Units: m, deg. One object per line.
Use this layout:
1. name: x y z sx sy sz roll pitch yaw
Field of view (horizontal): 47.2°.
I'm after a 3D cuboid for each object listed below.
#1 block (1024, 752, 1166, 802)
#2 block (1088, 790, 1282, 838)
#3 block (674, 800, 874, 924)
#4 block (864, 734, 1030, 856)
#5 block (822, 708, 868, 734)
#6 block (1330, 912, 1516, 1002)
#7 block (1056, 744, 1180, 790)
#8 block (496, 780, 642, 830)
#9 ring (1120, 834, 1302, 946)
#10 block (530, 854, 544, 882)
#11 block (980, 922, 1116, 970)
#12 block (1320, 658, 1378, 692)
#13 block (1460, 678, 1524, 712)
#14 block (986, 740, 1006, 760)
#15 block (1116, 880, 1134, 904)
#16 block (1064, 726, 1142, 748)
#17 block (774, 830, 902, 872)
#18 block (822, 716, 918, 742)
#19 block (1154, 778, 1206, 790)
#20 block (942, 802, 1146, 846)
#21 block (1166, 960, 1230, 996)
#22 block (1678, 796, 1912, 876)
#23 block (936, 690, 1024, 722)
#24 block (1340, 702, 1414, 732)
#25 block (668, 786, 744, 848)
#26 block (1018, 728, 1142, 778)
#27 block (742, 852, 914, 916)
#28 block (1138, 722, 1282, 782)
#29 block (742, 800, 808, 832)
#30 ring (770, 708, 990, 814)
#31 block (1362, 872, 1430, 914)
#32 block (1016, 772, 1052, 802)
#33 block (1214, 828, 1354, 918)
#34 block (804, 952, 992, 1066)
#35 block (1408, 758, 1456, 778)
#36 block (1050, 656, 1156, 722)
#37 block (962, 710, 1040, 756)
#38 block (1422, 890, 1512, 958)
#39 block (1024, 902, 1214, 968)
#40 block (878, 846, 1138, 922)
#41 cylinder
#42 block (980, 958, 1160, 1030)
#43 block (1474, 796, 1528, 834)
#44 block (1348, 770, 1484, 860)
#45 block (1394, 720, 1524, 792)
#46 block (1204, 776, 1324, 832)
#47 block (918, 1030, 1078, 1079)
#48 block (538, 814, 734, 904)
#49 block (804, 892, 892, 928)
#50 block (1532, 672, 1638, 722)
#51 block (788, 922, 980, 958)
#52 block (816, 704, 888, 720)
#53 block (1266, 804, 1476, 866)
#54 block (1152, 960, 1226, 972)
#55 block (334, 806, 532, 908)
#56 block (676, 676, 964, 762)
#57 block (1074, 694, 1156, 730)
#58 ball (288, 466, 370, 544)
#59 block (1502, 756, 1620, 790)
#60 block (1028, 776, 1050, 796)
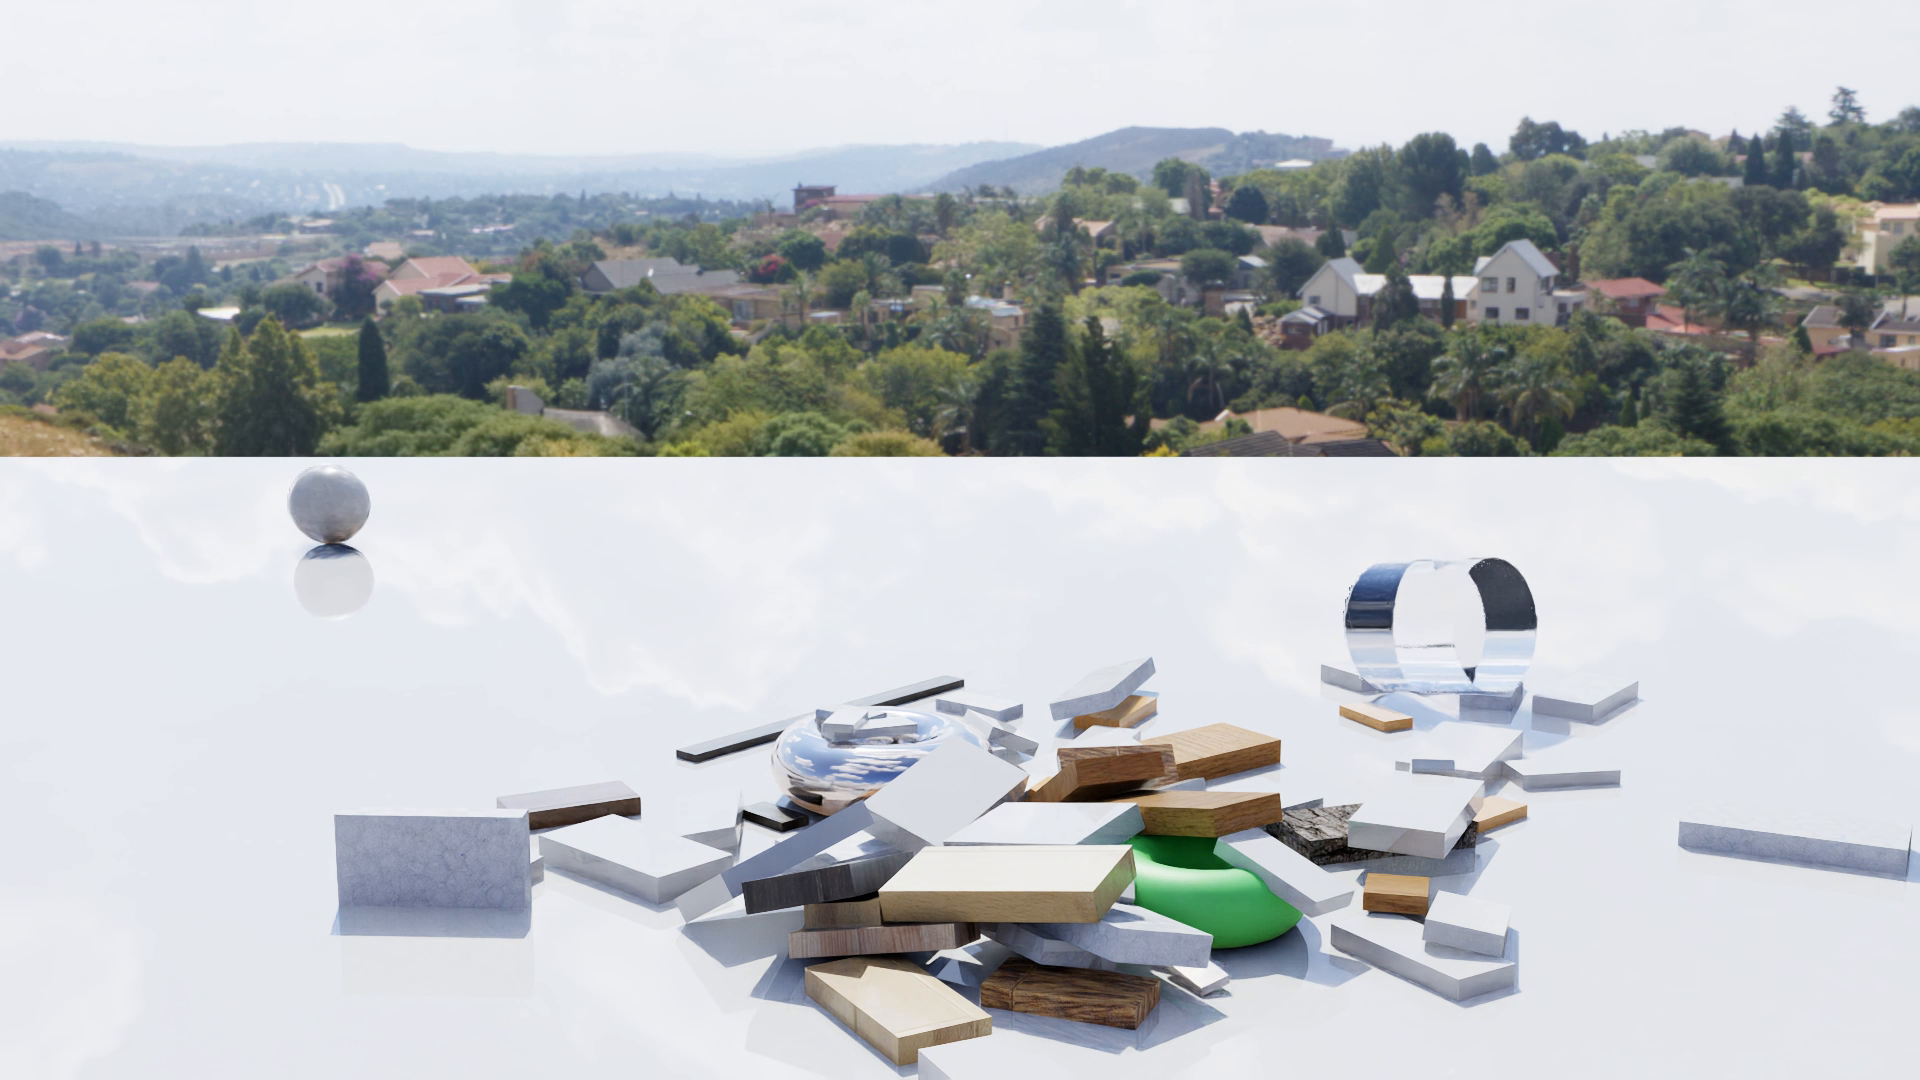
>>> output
1. block: 0.226 0.446 3.877 0.161 0.046 0.321 -4 -20 -20
2. block: 0.357 0.451 3.641 0.161 0.046 0.321 -6 0 -41
3. block: -0.300 0.522 3.579 0.310 0.044 0.155 -23 -7 -42
4. block: -0.027 0.458 3.883 0.163 0.046 0.327 26 29 21
5. block: -0.213 0.338 4.103 0.058 0.017 0.117 3 9 11
6. block: 0.703 0.631 3.356 0.117 0.033 0.275 -7 12 -32
7. block: 0.301 0.447 4.186 0.222 0.031 0.111 -1 49 -7
8. block: -0.728 0.494 4.091 0.240 0.034 0.120 -5 12 -26
9. ring: 0.381 0.554 3.536 0.363 0.121 0.363 1 9 0
10. block: -0.845 0.558 3.747 0.240 0.034 0.120 4 11 22
11. block: 0.117 0.602 3.360 0.131 0.037 0.262 11 0 -28
12. block: 0.987 0.303 5.108 0.273 0.039 0.136 -7 12 -32
13. block: 1.195 0.338 4.940 0.111 0.031 0.222 4 11 21
14. block: 0.014 0.414 4.412 0.088 0.025 0.176 -5 12 -26
15. block: 0.220 0.531 3.392 0.099 0.014 0.050 11 40 -6
16. block: 0.288 0.423 4.489 0.104 0.030 0.209 4 11 22
17. block: -0.142 0.534 3.846 0.327 0.046 0.163 -8 13 -38
18. block: -0.170 0.354 4.118 0.169 0.018 0.063 -3 10 -26
19. block: 0.373 0.475 4.097 0.156 0.022 0.078 -14 -4 -19
20. block: 0.136 0.489 3.650 0.155 0.044 0.324 -27 12 -40
21. block: 0.354 0.644 3.282 0.050 0.014 0.099 -20 24 -23
22. block: 1.482 0.523 3.904 0.375 0.046 0.161 5 12 25
23. block: 0.042 0.364 4.818 0.175 0.025 0.088 8 13 38
24. block: 0.896 0.380 4.740 0.077 0.022 0.155 -5 12 -27
25. block: -0.457 0.507 3.973 0.120 0.034 0.240 -10 11 -1
26. block: 0.237 0.433 4.276 0.222 0.031 0.111 -18 20 -19
27. block: -0.200 0.538 3.466 0.173 0.049 0.346 -12 -7 13
28. block: 0.462 0.431 4.393 0.335 0.047 0.167 -8 13 -37
29. block: -0.344 0.510 4.054 0.063 0.018 0.125 -10 15 -43
30. ring: -0.147 0.423 4.185 0.428 0.143 0.428 1 10 0
31. block: 0.710 0.574 3.574 0.101 0.029 0.208 2 0 13
32. block: 0.117 0.467 4.142 0.058 0.017 0.117 8 18 37
33. block: 0.506 0.518 3.437 0.101 0.029 0.202 -6 28 -45
34. block: -0.092 0.666 3.148 0.147 0.042 0.294 -6 12 -29
35. block: 0.874 0.451 4.097 0.077 0.022 0.155 1 -30 6
36. block: 0.318 0.325 4.833 0.136 0.039 0.417 -14 3 19
37. block: 0.082 0.393 4.492 0.104 0.030 0.209 21 0 -15
38. block: 0.791 0.595 3.421 0.117 0.033 0.235 10 5 16
39. block: 0.204 0.574 3.322 0.173 0.049 0.346 11 0 -32
40. block: 0.072 0.516 3.305 0.346 0.049 0.173 -4 13 25
41. cylinder: 1.067 0.191 4.878 0.296 0.296 0.296 -9 3 -39
42. block: 0.161 0.659 3.204 0.235 0.033 0.117 4 11 22
43. block: 0.970 0.506 4.060 0.155 0.022 0.077 -9 14 -41
44. block: 0.807 0.481 3.874 0.165 0.047 0.329 5 12 24
45. block: 0.998 0.433 4.385 0.167 0.047 0.335 5 12 27
46. block: 0.484 0.503 4.009 0.335 0.047 0.167 -8 13 -36
47. block: 0.074 0.721 2.850 0.147 0.042 0.294 -5 12 -25
48. block: -0.559 0.546 3.781 0.327 0.046 0.163 10 14 42
49. block: -0.122 0.573 3.449 0.131 0.037 0.262 -7 -5 25
50. block: 1.388 0.346 4.875 0.136 0.039 0.273 8 13 36
51. block: -0.113 0.599 3.327 0.262 0.037 0.131 -6 -5 17
52. block: -0.209 0.336 4.227 0.125 0.018 0.063 7 11 34
53. block: 0.734 0.518 3.927 0.329 0.047 0.165 -4 11 -18
54. block: 0.347 0.645 3.336 0.099 0.014 0.049 8 13 38
55. block: -0.865 0.521 3.613 0.311 0.155 0.044 1 11 3
56. block: -0.283 0.380 4.753 0.059 0.017 0.826 9 14 40
57. block: 0.338 0.373 4.755 0.104 0.030 0.209 5 12 27
58. ball: -1.939 -0.109 6.768 0.242 0.242 0.242 0 11 0
59. block: 1.178 0.456 4.313 0.202 0.029 0.101 -2 11 -10
60. block: 0.193 0.482 4.096 0.117 0.017 0.059 25 34 32
